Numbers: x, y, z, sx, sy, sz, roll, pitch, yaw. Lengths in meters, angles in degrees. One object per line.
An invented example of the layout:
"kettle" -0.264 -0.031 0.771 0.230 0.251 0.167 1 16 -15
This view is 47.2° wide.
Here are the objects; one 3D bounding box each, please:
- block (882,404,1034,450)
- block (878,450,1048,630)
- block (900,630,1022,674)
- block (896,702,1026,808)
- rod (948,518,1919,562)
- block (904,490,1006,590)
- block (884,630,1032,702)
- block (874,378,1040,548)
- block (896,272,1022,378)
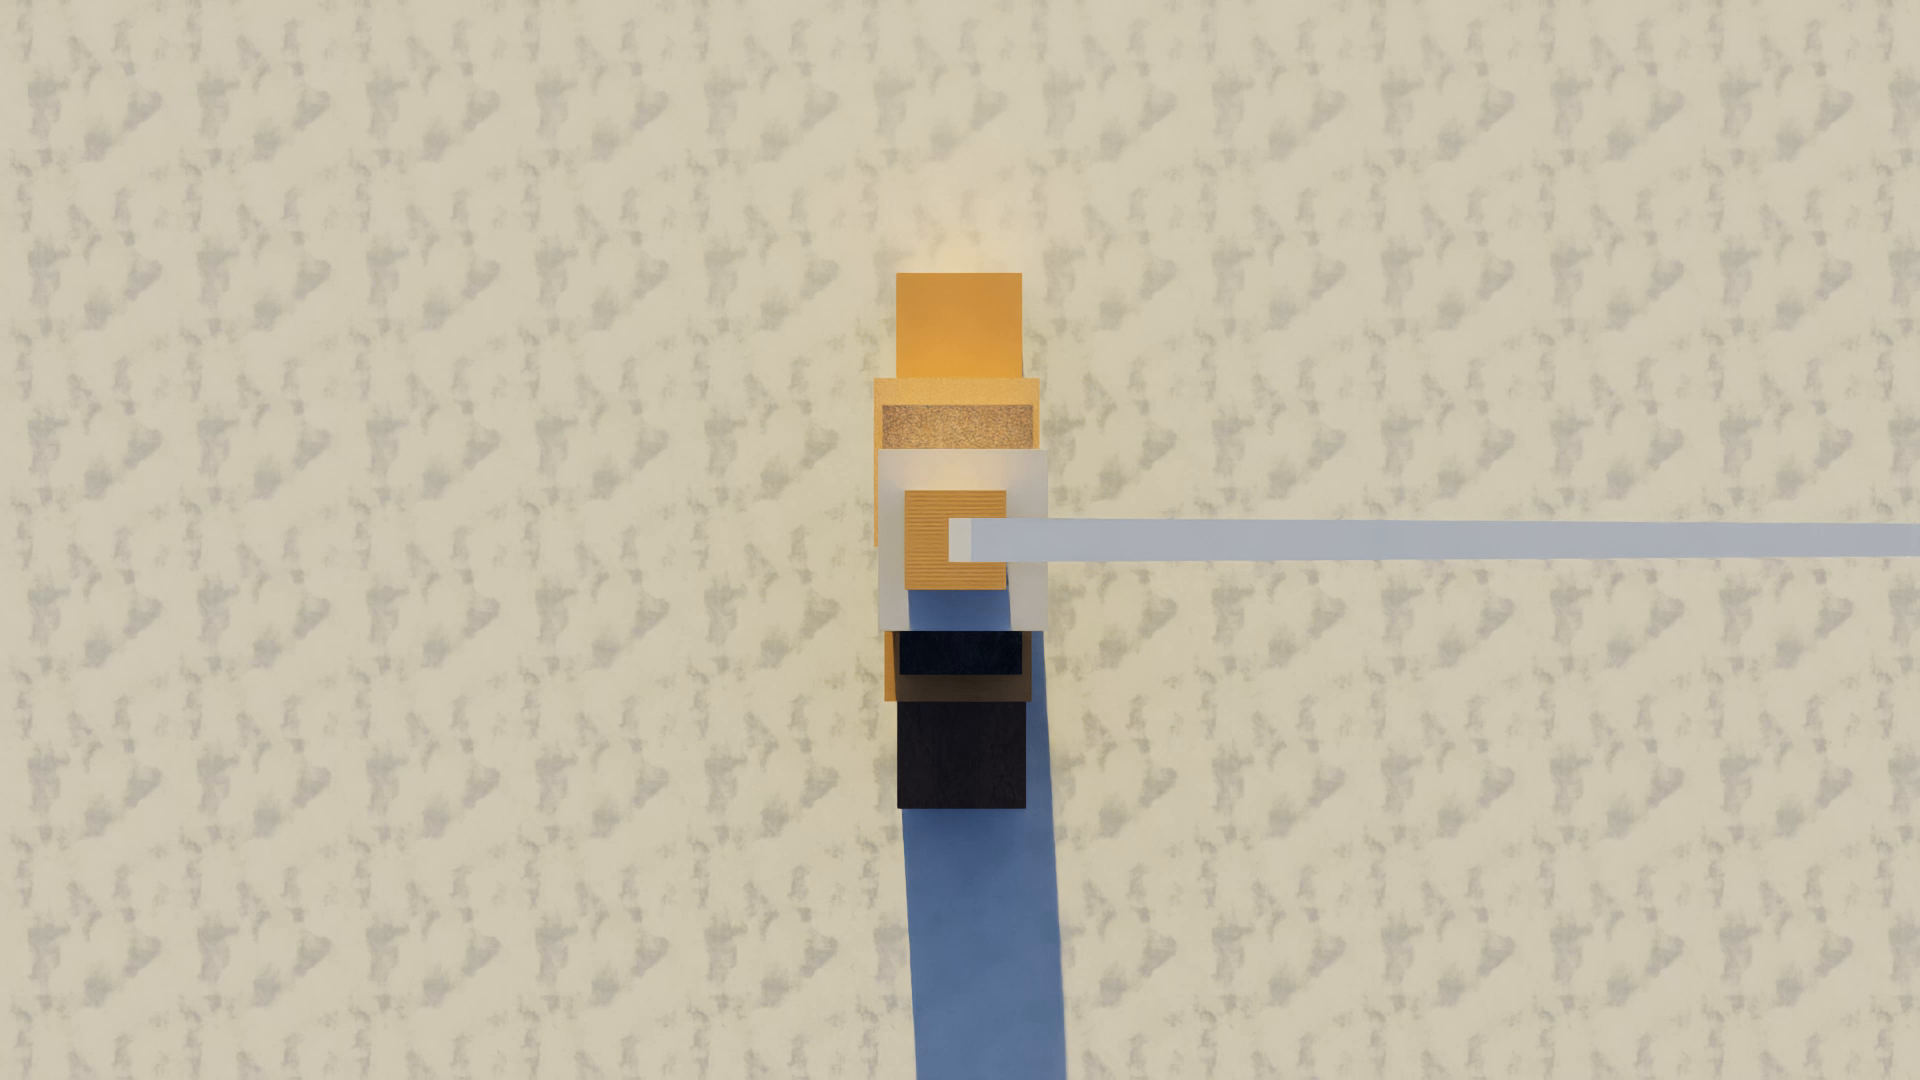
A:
"block" -0.011 -0.312 11.119 0.737 0.728 0.699 0 90 0
"block" 0.011 0.000 8.734 0.650 0.596 0.697 0 90 0
"block" 0.004 0.355 11.152 0.601 0.715 0.614 0 90 0
"block" 0.009 1.133 12.617 0.720 0.766 0.724 0 90 0
"rod" 2.234 0.000 5.321 5.200 0.080 0.080 0 90 -31
"block" -0.016 0.000 8.210 0.369 0.452 0.361 0 90 0
"block" -0.010 0.446 11.868 0.770 0.716 0.798 0 90 0
"block" -0.018 -0.404 11.881 0.865 0.796 0.882 0 90 0
"block" -0.004 -1.137 12.653 0.706 0.694 0.717 0 90 0
